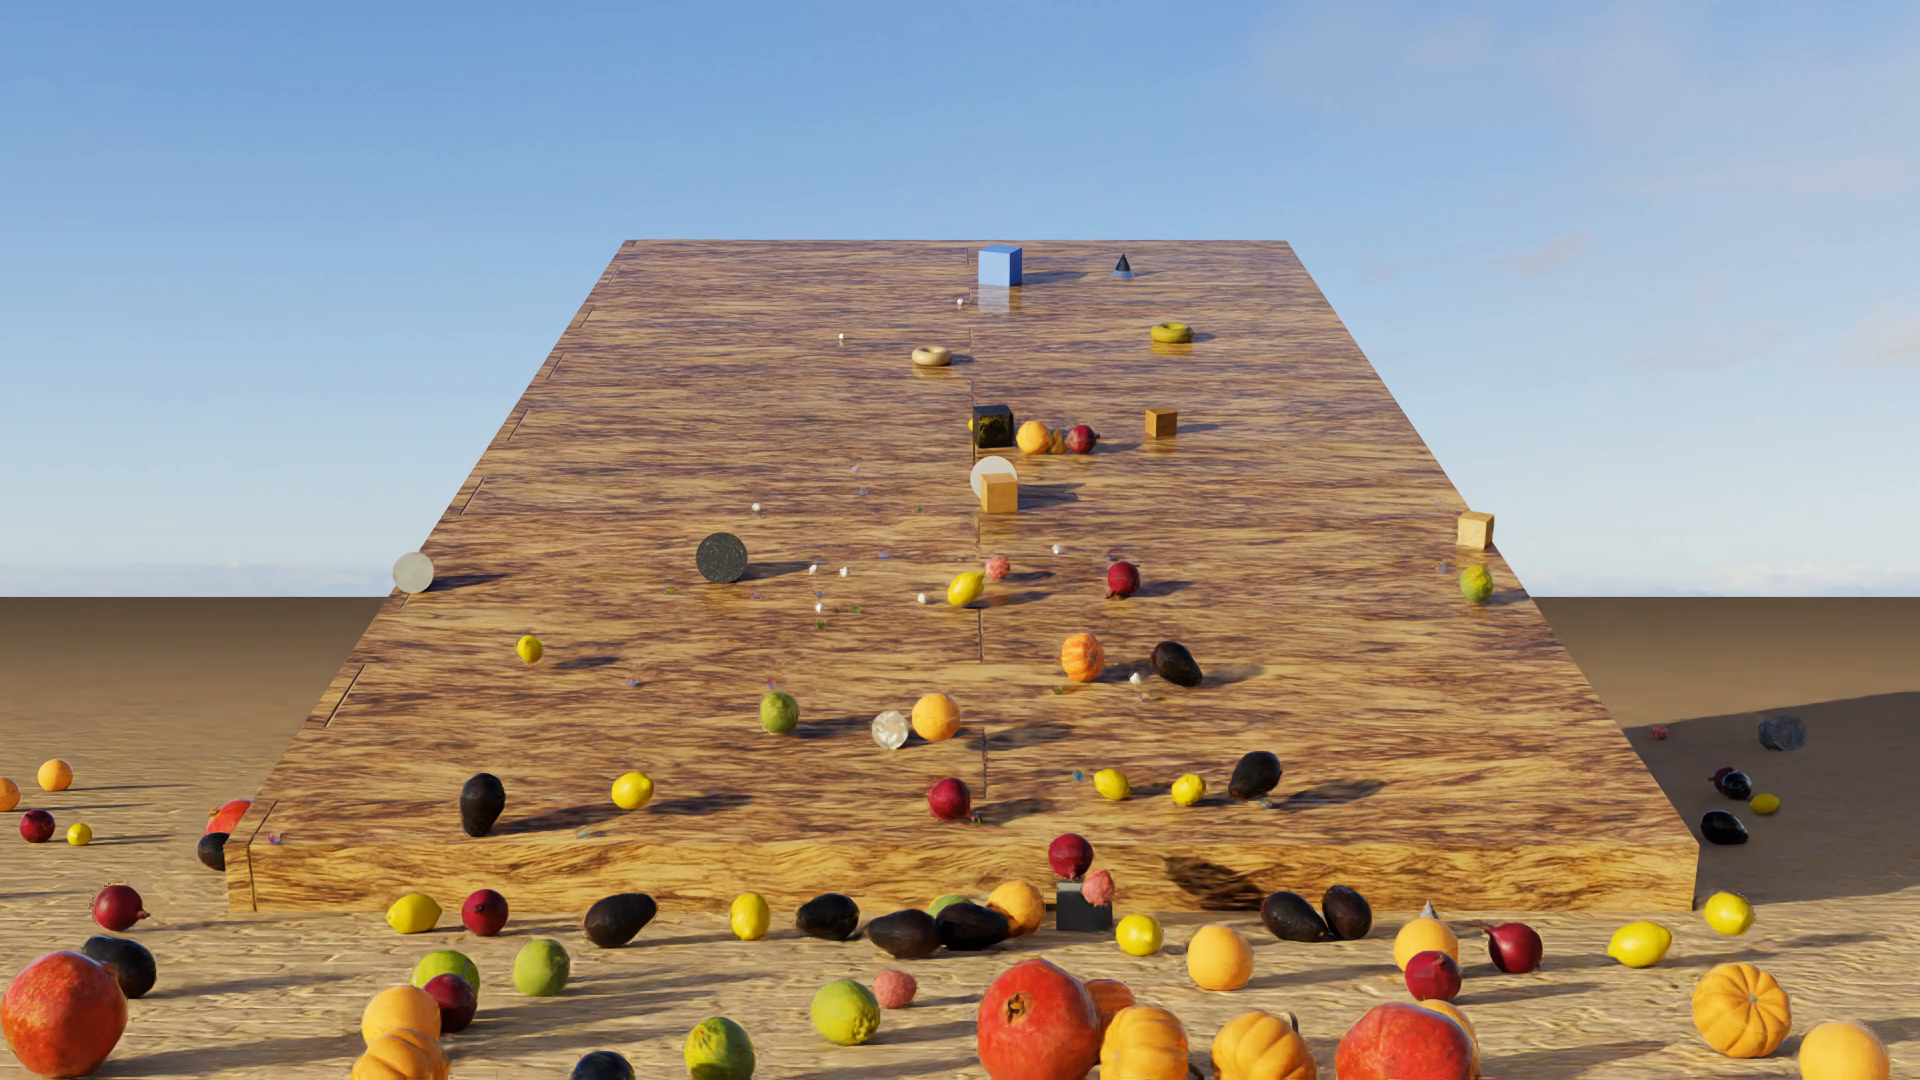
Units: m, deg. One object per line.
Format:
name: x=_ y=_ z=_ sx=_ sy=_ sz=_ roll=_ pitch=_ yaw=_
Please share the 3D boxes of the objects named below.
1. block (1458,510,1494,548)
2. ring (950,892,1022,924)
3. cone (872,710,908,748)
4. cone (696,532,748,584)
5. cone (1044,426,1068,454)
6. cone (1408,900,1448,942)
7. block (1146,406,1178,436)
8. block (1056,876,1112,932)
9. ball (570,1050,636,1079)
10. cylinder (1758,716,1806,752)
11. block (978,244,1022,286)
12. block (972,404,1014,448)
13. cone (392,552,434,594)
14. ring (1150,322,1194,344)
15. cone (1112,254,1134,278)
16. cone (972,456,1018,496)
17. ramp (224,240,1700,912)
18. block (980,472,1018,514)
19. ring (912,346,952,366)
block: x=0.964 y=-0.020 z=4.219 sx=0.052 sy=0.052 sz=0.052 roll=11 pitch=22 yaw=27
ring: x=0.035 y=0.490 z=2.997 sx=0.098 sy=0.033 sz=0.098 roll=-1 pitch=-1 yaw=0
cone: x=-0.098 y=0.286 z=3.381 sx=0.057 sy=0.057 sz=0.057 roll=0 pitch=-8 yaw=12
cone: x=-0.426 y=0.038 z=4.064 sx=0.092 sy=0.092 sz=0.092 roll=0 pitch=-7 yaw=-1
cone: x=0.204 y=-0.216 z=4.773 sx=0.054 sy=0.054 sz=0.054 roll=0 pitch=19 yaw=0
cone: x=0.590 y=0.477 z=2.842 sx=0.051 sy=0.051 sz=0.051 roll=0 pitch=-1 yaw=0
block: x=0.436 y=-0.257 z=4.894 sx=0.050 sy=0.050 sz=0.050 roll=-8 pitch=21 yaw=-21
block: x=0.162 y=0.474 z=2.935 sx=0.062 sy=0.062 sz=0.062 roll=0 pitch=-1 yaw=15
ball: x=-0.298 y=0.454 z=1.886 sx=0.054 sy=0.054 sz=0.054 roll=0 pitch=-1 yaw=0
cylinder: x=2.245 y=0.530 z=6.166 sx=0.092 sy=0.092 sz=0.092 roll=0 pitch=-1 yaw=-7
block: x=0.112 y=-0.764 z=6.277 sx=0.092 sy=0.092 sz=0.092 roll=8 pitch=21 yaw=22
block: x=0.070 y=-0.242 z=4.817 sx=0.073 sy=0.073 sz=0.073 roll=-4 pitch=20 yaw=-10
cone: x=-0.960 y=0.062 z=4.005 sx=0.074 sy=0.074 sz=0.074 roll=0 pitch=-7 yaw=3
ring: x=0.533 y=-0.521 z=5.671 sx=0.109 sy=0.036 sz=0.109 roll=1 pitch=18 yaw=0
cone: x=0.460 y=-0.776 z=6.353 sx=0.066 sy=0.066 sz=0.066 roll=0 pitch=19 yaw=0
cone: x=0.068 y=-0.115 z=4.502 sx=0.092 sy=0.092 sz=0.092 roll=0 pitch=-10 yaw=1
ramp: x=-0.004 y=-0.201 z=4.960 sx=2.000 sy=0.100 sz=4.000 roll=0 pitch=19 yaw=0
block: x=0.076 y=-0.092 z=4.409 sx=0.060 sy=0.060 sz=0.060 roll=-4 pitch=20 yaw=-11
ring: x=-0.068 y=-0.445 z=5.458 sx=0.099 sy=0.033 sz=0.099 roll=1 pitch=18 yaw=0
